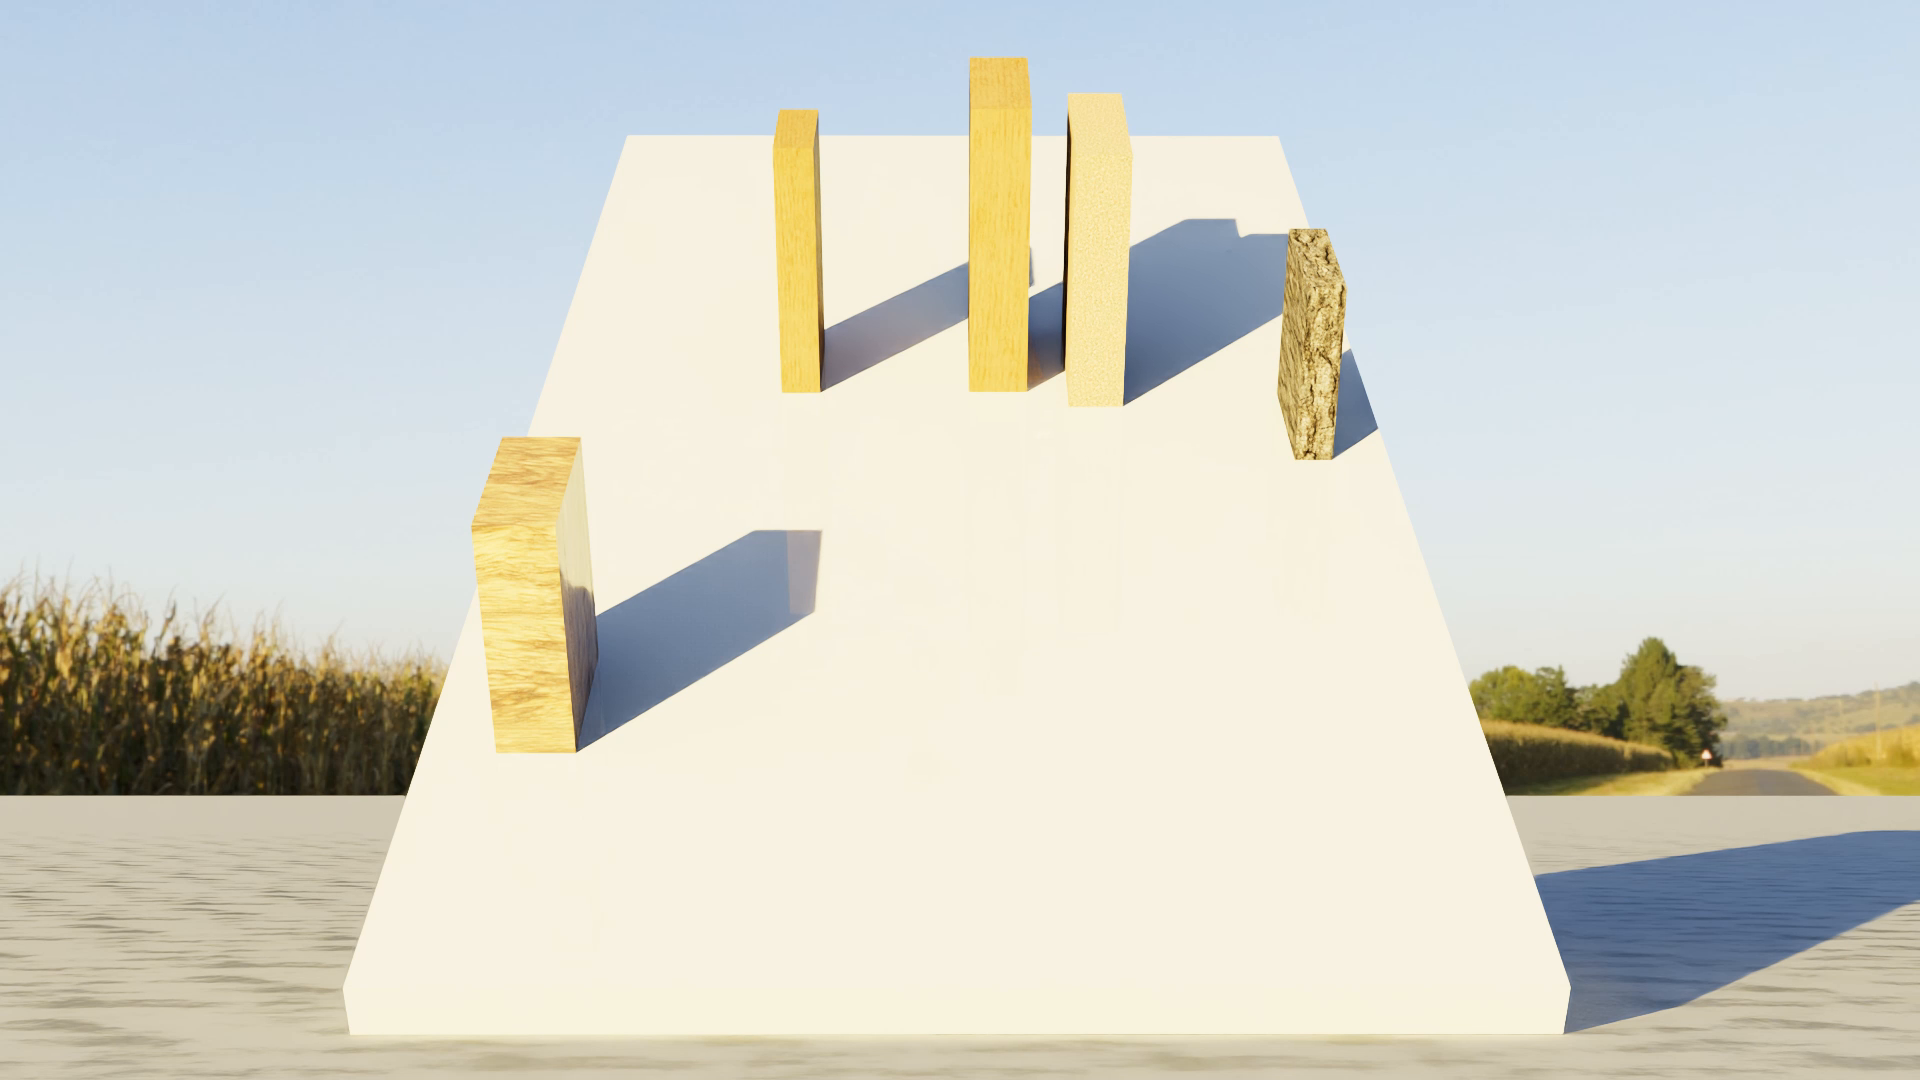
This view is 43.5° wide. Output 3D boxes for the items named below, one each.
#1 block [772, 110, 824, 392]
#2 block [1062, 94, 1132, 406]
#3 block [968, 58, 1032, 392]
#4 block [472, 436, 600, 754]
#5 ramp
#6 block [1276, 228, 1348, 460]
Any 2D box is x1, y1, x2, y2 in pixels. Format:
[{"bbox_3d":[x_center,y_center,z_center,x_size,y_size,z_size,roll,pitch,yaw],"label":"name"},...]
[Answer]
[{"bbox_3d":[-0.385,-0.693,5.799,0.093,0.624,0.266,0,30,0],"label":"block"},{"bbox_3d":[0.326,-0.701,5.805,0.129,0.635,0.426,0,30,0],"label":"block"},{"bbox_3d":[0.092,-0.762,5.830,0.140,0.716,0.372,0,30,0],"label":"block"},{"bbox_3d":[-0.792,0.102,4.532,0.149,0.487,0.346,0,30,0],"label":"block"},{"bbox_3d":[-0.013,-0.213,5.688,2.000,0.100,4.000,0,30,0],"label":"ramp"},{"bbox_3d":[0.813,-0.456,5.585,0.086,0.429,0.348,0,30,0],"label":"block"}]
